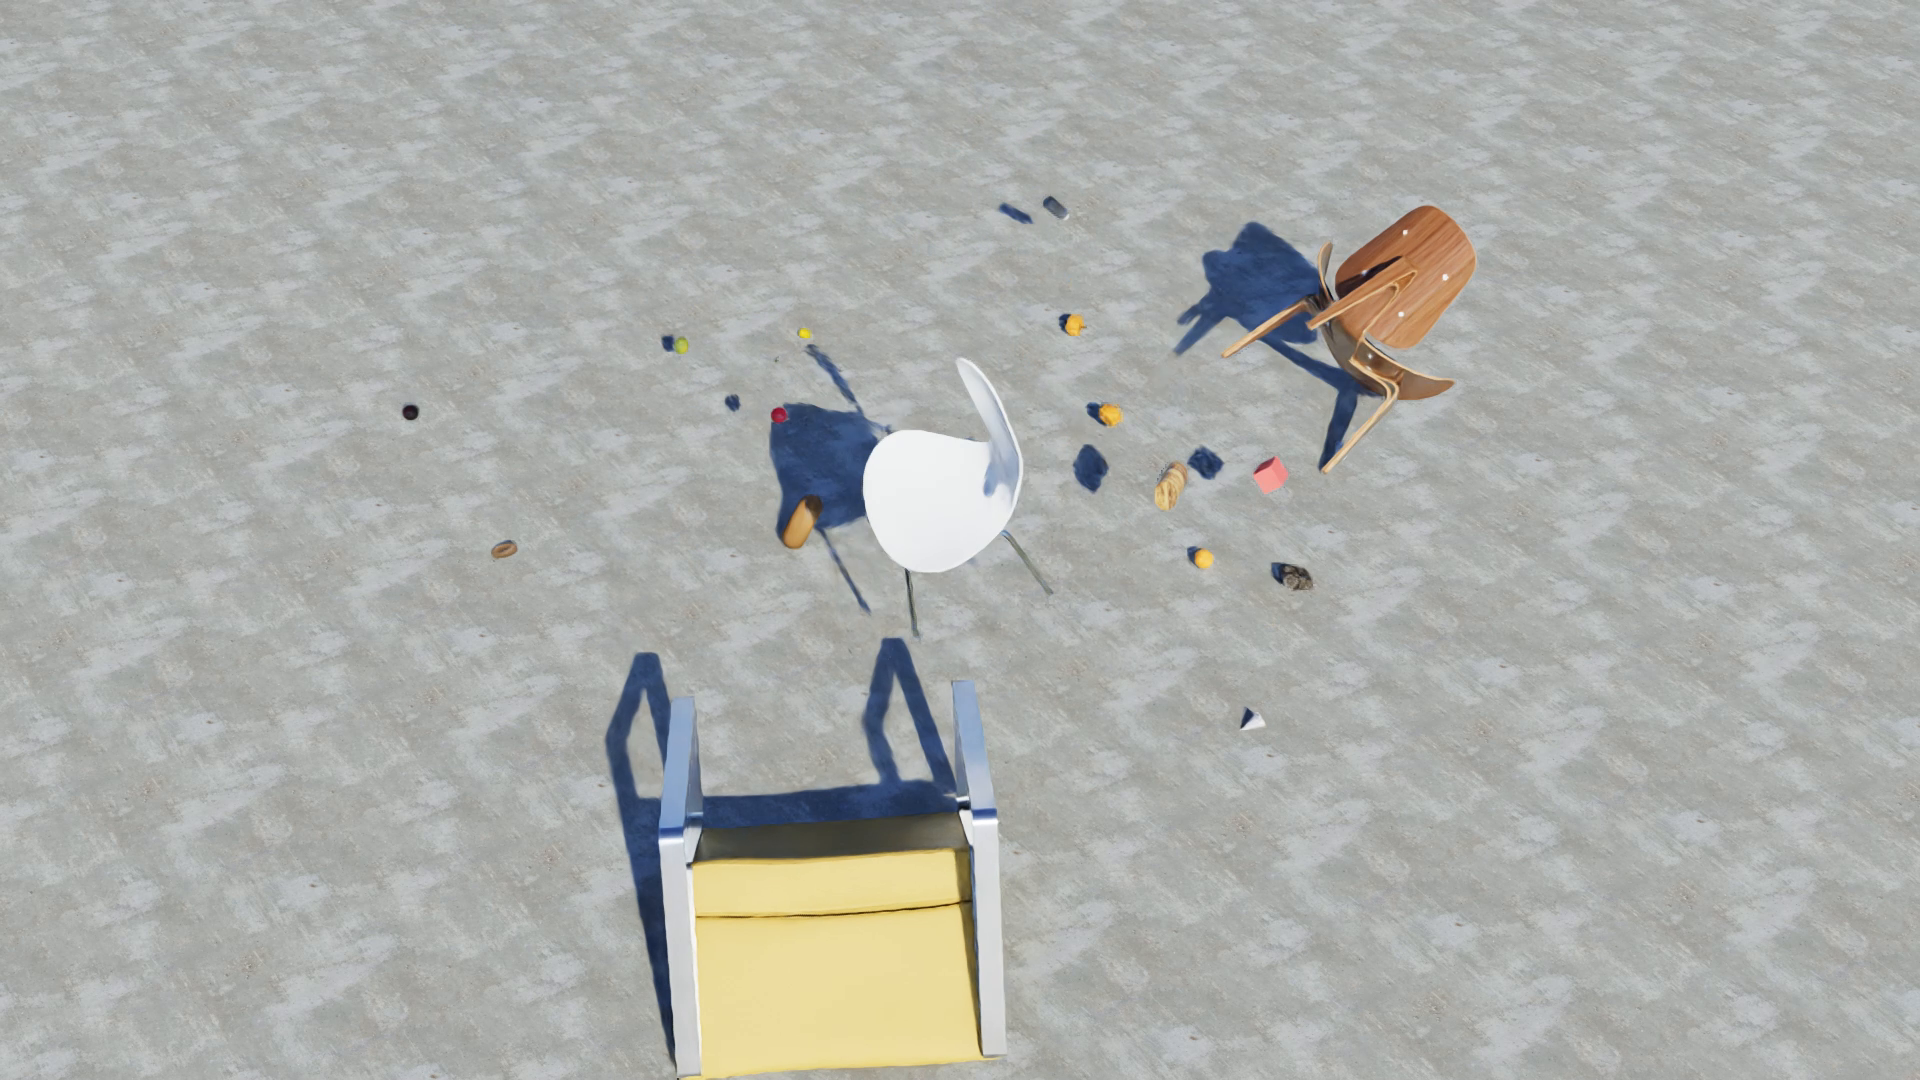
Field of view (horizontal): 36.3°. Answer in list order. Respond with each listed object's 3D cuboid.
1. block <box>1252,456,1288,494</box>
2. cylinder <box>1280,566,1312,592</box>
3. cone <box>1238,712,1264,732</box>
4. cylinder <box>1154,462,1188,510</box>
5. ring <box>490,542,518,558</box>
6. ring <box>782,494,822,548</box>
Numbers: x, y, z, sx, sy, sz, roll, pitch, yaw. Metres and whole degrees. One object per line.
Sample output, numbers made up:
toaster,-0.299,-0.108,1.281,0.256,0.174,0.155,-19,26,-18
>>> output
block,1.122,-0.235,10.591,0.078,0.083,0.099,-27,13,30
cylinder,1.224,0.139,10.667,0.116,0.062,0.061,19,31,-14
cone,0.984,0.628,9.965,0.086,0.057,0.066,-30,-2,-8
cylinder,0.737,-0.190,10.246,0.081,0.120,0.137,14,38,15
ring,-1.685,0.040,10.835,0.101,0.036,0.053,-17,60,-4
ring,-0.584,-0.068,10.843,0.088,0.249,0.161,29,38,-3
